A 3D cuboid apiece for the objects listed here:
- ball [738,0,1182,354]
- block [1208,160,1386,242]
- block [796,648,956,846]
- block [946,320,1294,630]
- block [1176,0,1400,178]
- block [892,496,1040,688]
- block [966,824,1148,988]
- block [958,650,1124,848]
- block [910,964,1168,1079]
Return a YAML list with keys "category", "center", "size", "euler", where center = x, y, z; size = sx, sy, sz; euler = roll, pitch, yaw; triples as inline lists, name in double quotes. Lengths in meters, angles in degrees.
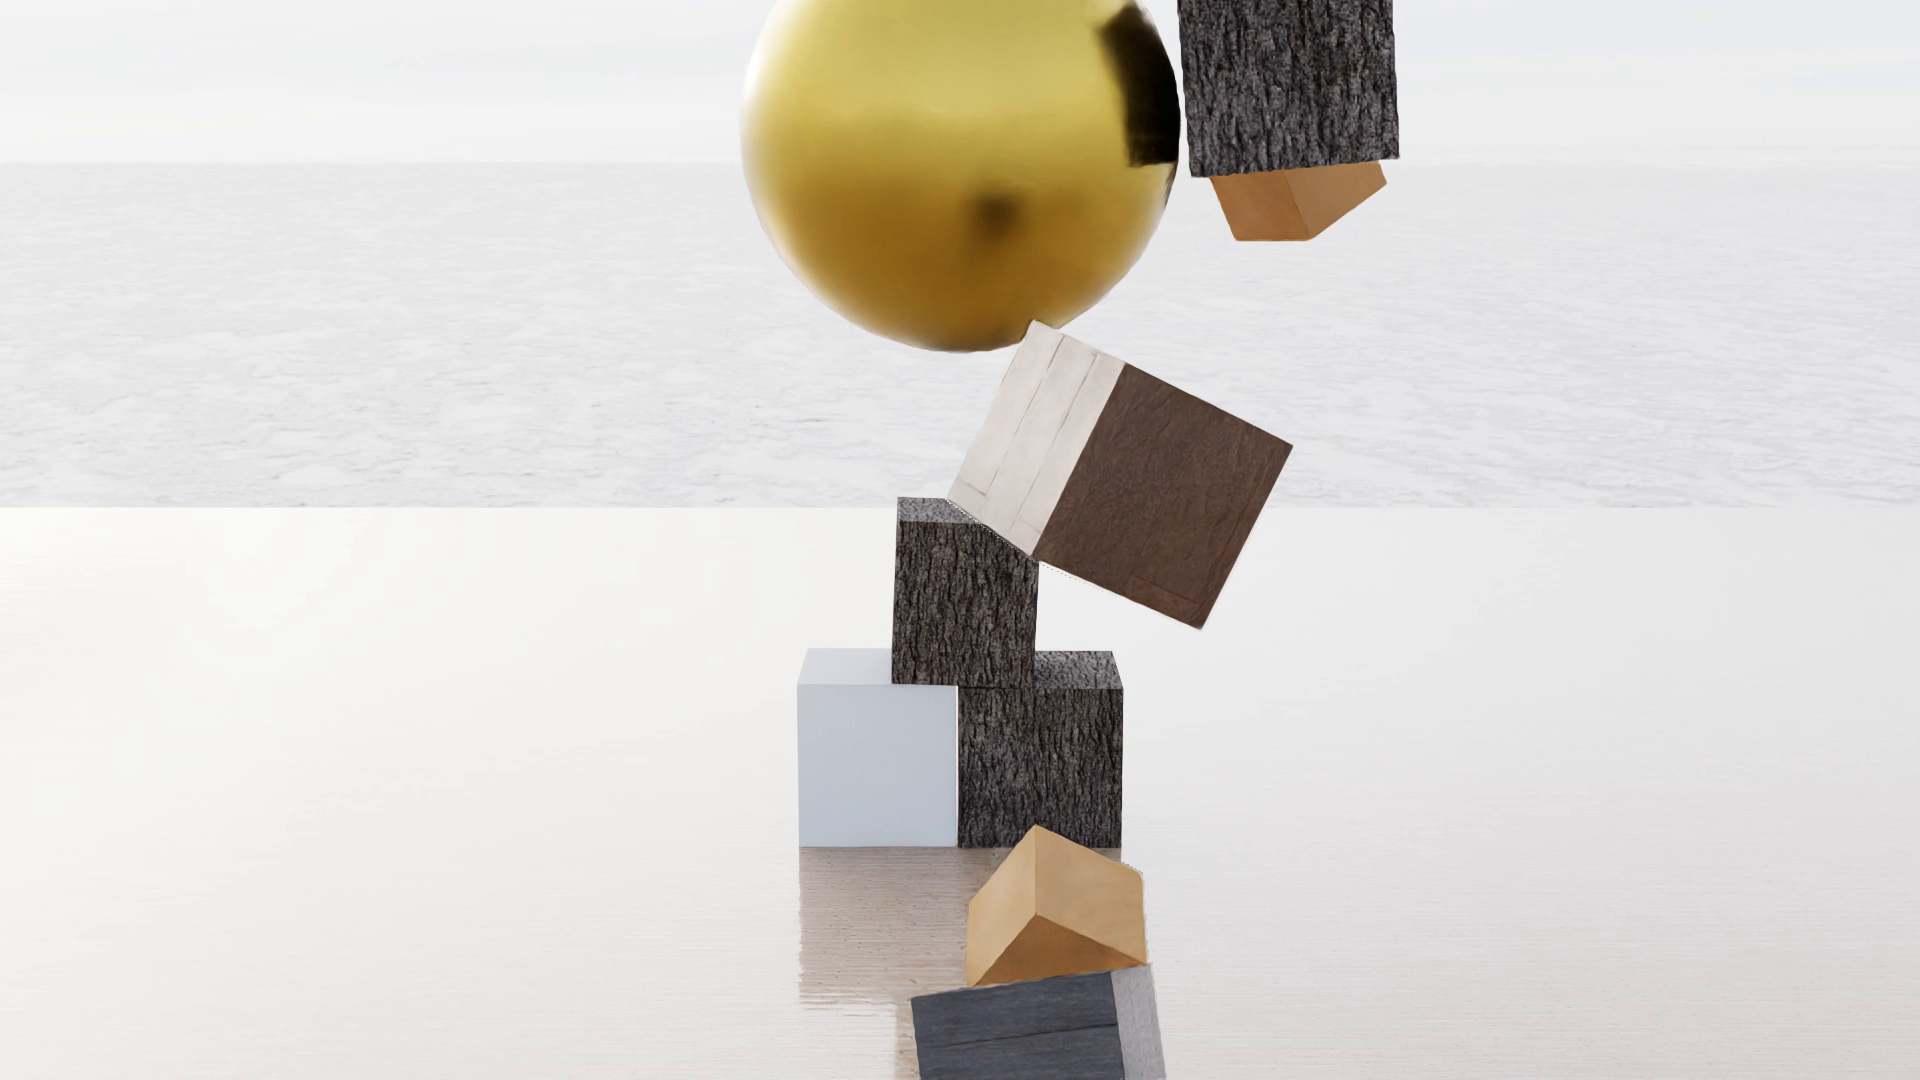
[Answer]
- category: "ball"
  center: [0.000, -1.481, 7.981]
  size: [1.600, 1.600, 1.600]
  euler: [0, 10, 0]
- category: "block"
  center: [1.375, -1.587, 9.180]
  size: [0.481, 0.502, 0.473]
  euler: [-37, 24, -24]
- category: "block"
  center: [-0.416, 1.059, 11.389]
  size: [0.791, 0.841, 0.793]
  euler: [0, 10, 0]
- category: "block"
  center: [0.467, -0.206, 6.624]
  size: [0.619, 0.609, 0.683]
  euler: [23, 6, -26]
- category: "block"
  center: [1.135, -1.700, 7.705]
  size: [0.705, 0.695, 0.724]
  euler: [-4, 17, 7]
- category: "block"
  center: [0.018, 0.255, 11.182]
  size: [0.704, 0.818, 0.740]
  euler: [2, 10, -2]
- category: "block"
  center: [0.375, 1.552, 8.669]
  size: [0.503, 0.513, 0.507]
  euler: [27, 31, -16]
- category: "block"
  center: [0.400, 1.069, 11.385]
  size: [0.823, 0.824, 0.833]
  euler: [0, 10, 0]
- category: "block"
  center: [0.279, 1.742, 6.960]
  size: [0.645, 0.690, 0.573]
  euler: [-11, -11, 15]
